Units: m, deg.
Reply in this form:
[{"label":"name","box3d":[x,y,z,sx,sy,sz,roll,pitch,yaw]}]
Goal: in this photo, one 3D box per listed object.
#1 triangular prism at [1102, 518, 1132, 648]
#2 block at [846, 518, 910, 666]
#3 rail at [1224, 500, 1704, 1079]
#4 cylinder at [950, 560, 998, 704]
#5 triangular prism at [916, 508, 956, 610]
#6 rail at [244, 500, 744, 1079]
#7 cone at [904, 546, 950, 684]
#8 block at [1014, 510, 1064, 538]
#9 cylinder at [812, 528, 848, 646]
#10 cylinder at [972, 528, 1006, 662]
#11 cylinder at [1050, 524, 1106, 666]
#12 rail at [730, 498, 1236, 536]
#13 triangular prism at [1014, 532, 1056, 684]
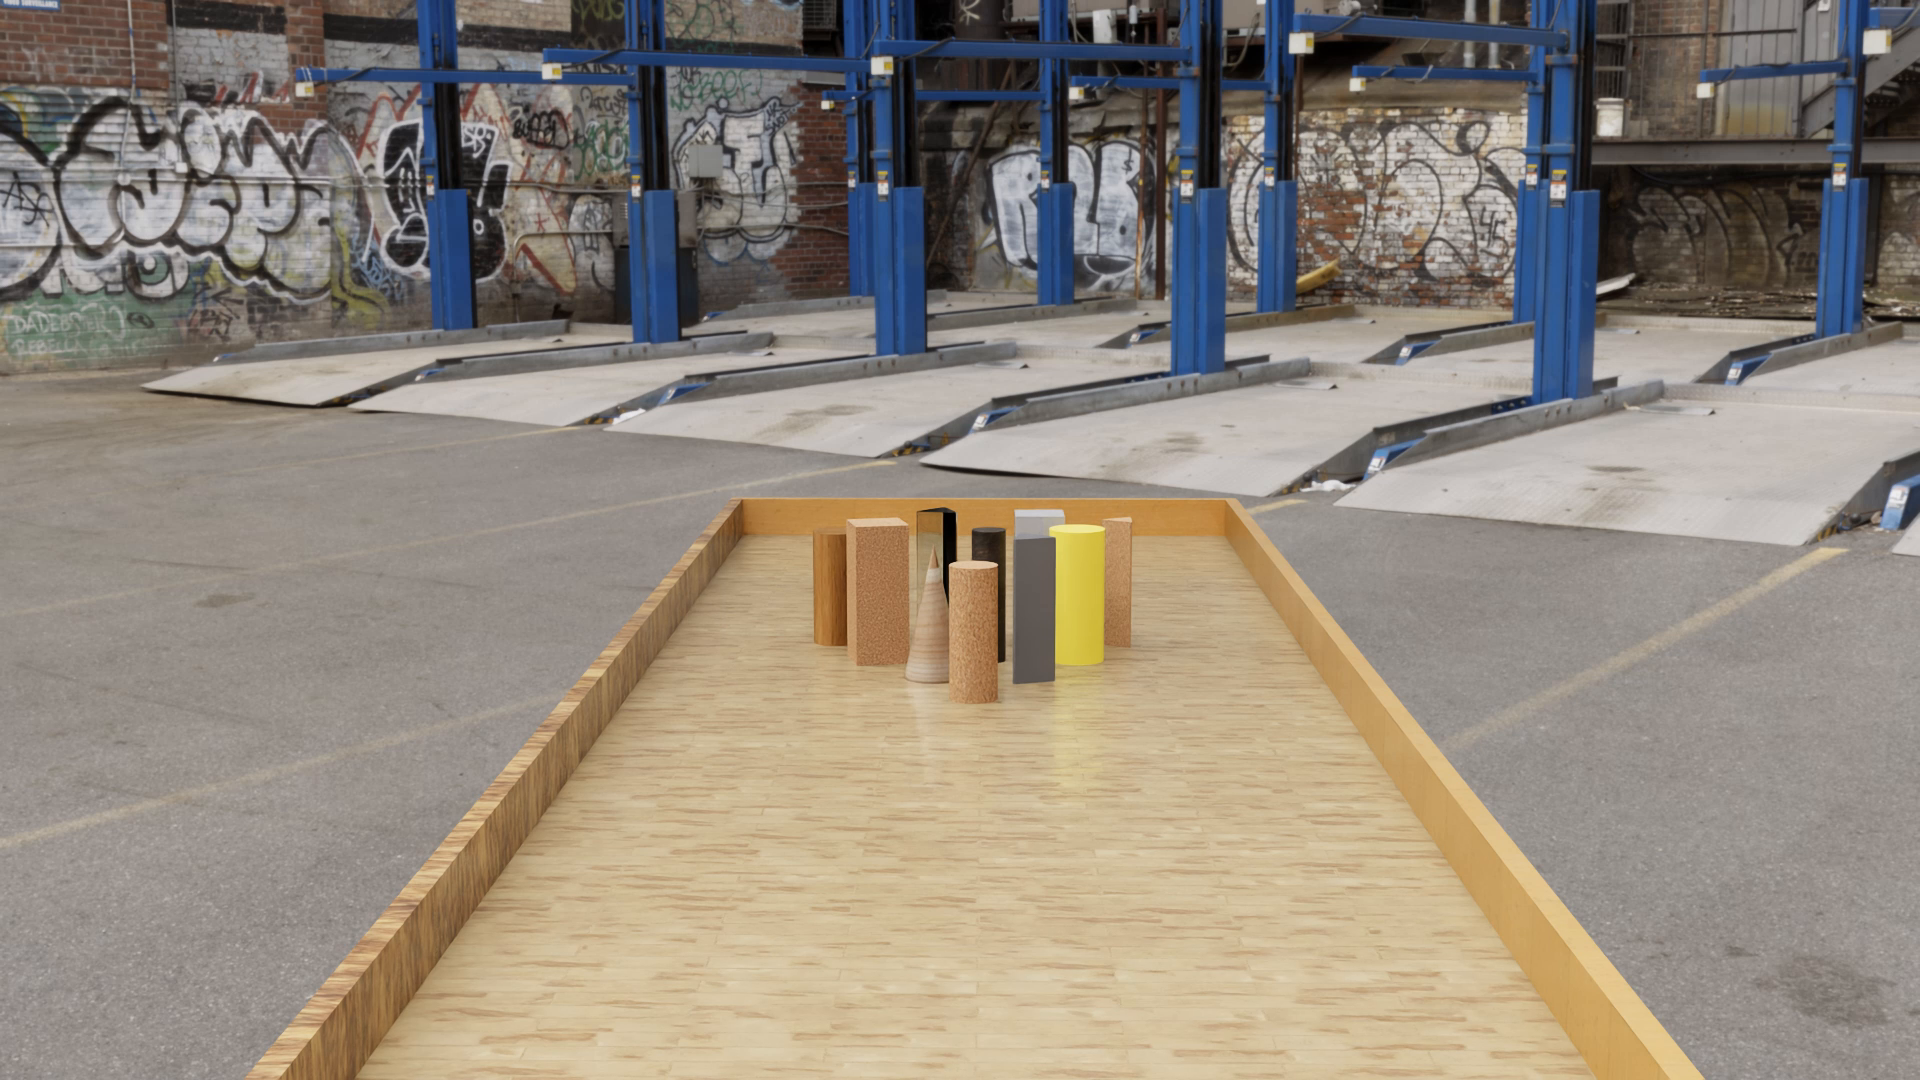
[{"label":"triangular prism","box3d":[0.511,0.131,6.914,0.106,0.398,0.092,6,11,31]},{"label":"block","box3d":[-0.250,0.155,6.678,0.161,0.423,0.161,-2,9,-13]},{"label":"rail","box3d":[1.046,0.843,3.208,0.050,0.150,12.000,0,9,1]},{"label":"cylinder","box3d":[0.038,0.258,6.164,0.137,0.381,0.137,0,9,0]},{"label":"triangular prism","box3d":[-0.061,0.114,6.933,0.128,0.425,0.110,2,9,11]},{"label":"rail","box3d":[-1.004,0.839,3.234,0.050,0.150,12.000,0,9,1]},{"label":"cone","box3d":[-0.076,0.205,6.432,0.178,0.401,0.178,0,9,0]},{"label":"block","box3d":[0.250,0.118,6.957,0.154,0.410,0.154,0,9,0]},{"label":"cylinder","box3d":[-0.388,0.147,6.950,0.150,0.355,0.150,0,9,0]},{"label":"cylinder","box3d":[0.087,0.167,6.671,0.104,0.402,0.104,0,9,0]},{"label":"cylinder","box3d":[0.354,0.165,6.678,0.169,0.404,0.169,0,9,0]},{"label":"rail","box3d":[0.099,-0.098,9.147,2.100,0.150,0.050,0,9,1]},{"label":"triangular prism","box3d":[0.198,0.196,6.414,0.129,0.424,0.112,-3,10,-19]}]
